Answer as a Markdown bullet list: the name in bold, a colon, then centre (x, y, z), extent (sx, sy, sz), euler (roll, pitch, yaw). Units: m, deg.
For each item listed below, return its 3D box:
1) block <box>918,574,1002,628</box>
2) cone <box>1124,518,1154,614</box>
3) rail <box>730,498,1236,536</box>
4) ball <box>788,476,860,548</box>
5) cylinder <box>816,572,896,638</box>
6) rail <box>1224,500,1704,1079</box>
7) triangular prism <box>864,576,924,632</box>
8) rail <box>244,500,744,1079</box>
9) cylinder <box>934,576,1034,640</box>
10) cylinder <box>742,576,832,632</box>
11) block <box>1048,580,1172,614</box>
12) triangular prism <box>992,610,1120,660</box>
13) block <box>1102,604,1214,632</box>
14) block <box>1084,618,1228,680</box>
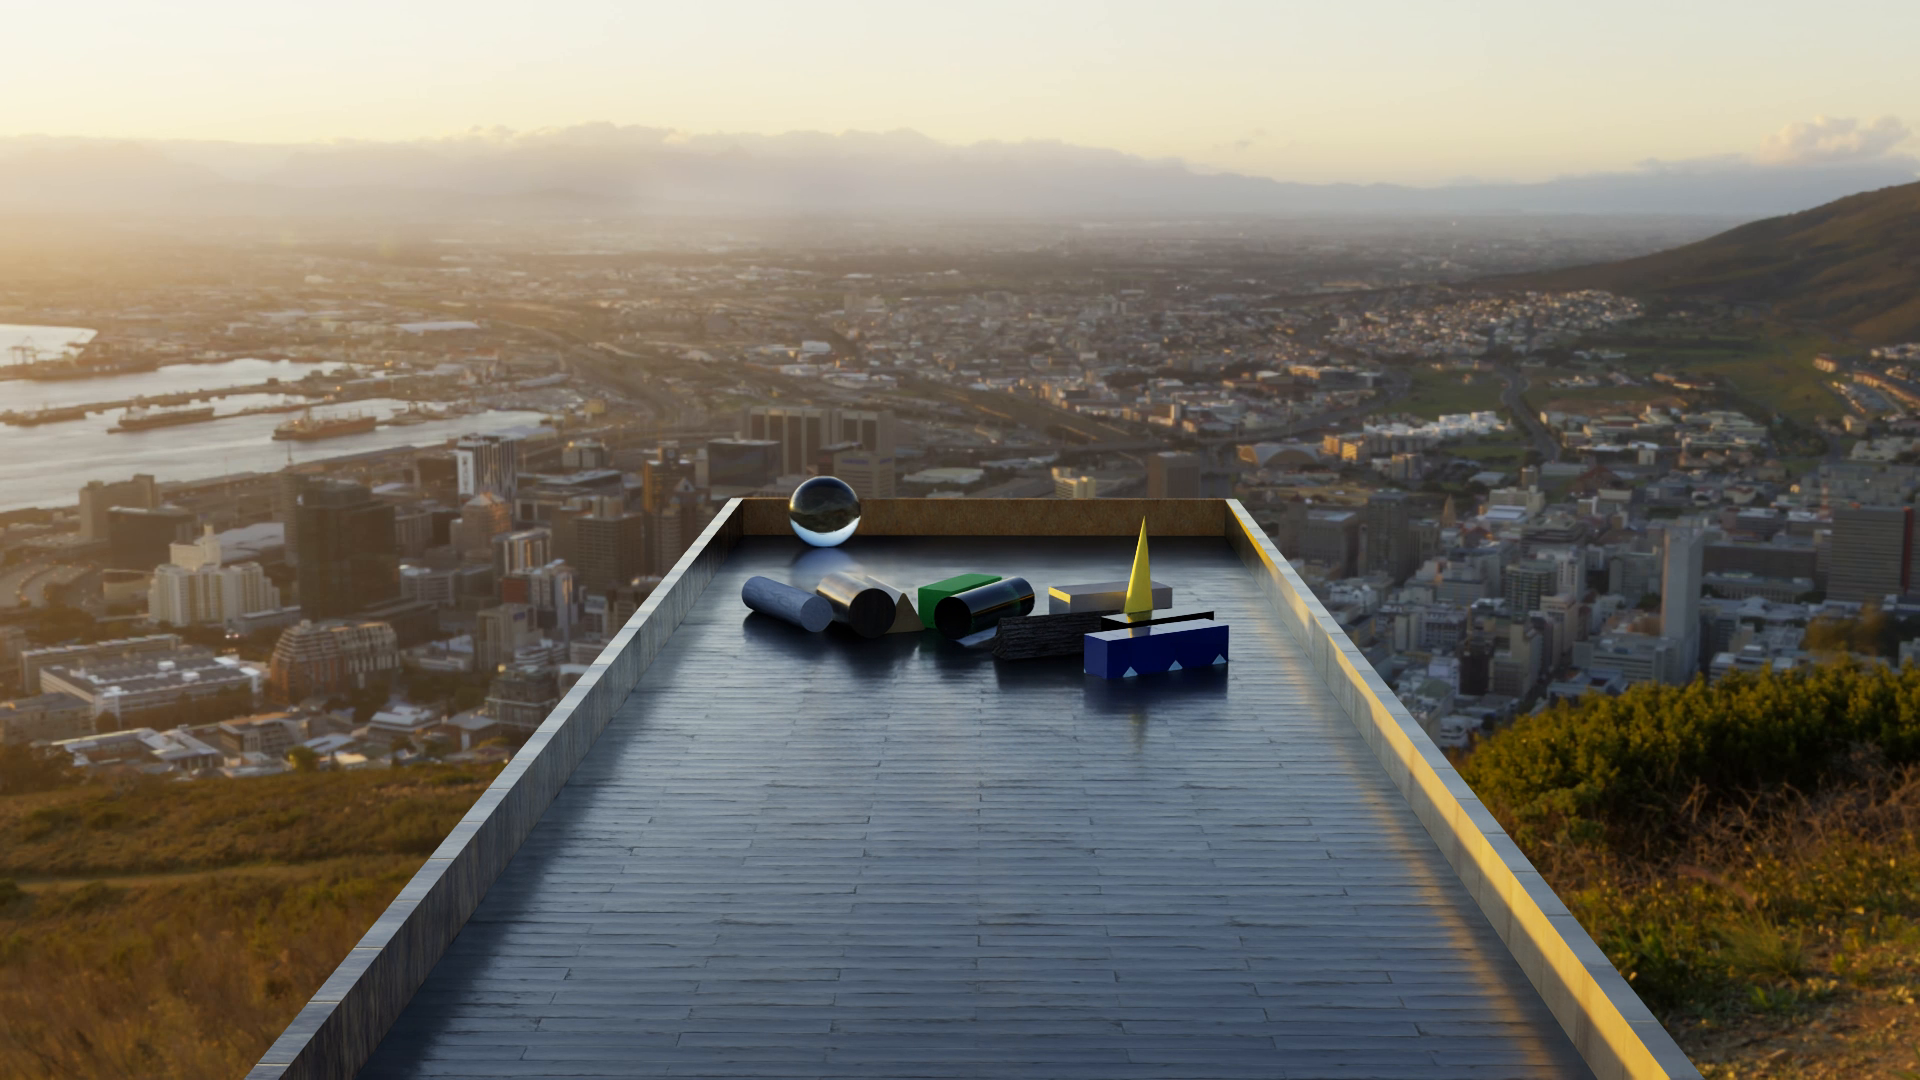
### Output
- **block**: centre (0.002, 0.203, 7.315), extent (0.129, 0.129, 0.331), euler (5, 10, 30)
- **cone**: centre (0.567, 0.123, 6.901), extent (0.125, 0.411, 0.125), euler (3, 10, 0)
- **rail**: centre (0.099, -0.098, 9.147), extent (2.100, 0.150, 0.050), euler (0, 9, 1)
- **ball**: centre (-0.542, -0.113, 8.804), extent (0.288, 0.288, 0.288), euler (0, 9, 0)
- **cylinder**: centre (-0.342, 0.209, 7.179), extent (0.160, 0.160, 0.337), euler (-4, 10, -22)
- **rail**: centre (1.046, 0.843, 3.208), extent (0.050, 0.150, 12.000), euler (0, 9, 1)
- **triangular prism**: centre (-0.248, 0.206, 7.283), extent (0.146, 0.126, 0.356), euler (-4, 10, -22)
- **rail**: centre (-1.004, 0.839, 3.234), extent (0.050, 0.150, 12.000), euler (0, 9, 1)
- **cylinder**: centre (0.083, 0.221, 7.166), extent (0.141, 0.141, 0.418), euler (5, 10, 30)
- **cylinder**: centre (-0.578, 0.210, 7.306), extent (0.118, 0.118, 0.442), euler (-5, 10, -30)
- **block**: centre (0.483, 0.229, 7.059), extent (0.362, 0.158, 0.158), euler (-4, 10, -22)
- **triangular prism**: centre (0.309, 0.286, 6.801), extent (0.400, 0.119, 0.138), euler (-3, 10, -21)
- **block**: centre (0.611, 0.289, 6.794), extent (0.348, 0.123, 0.123), euler (-6, 11, -34)
- **block**: centre (0.591, 0.325, 6.591), extent (0.453, 0.116, 0.116), euler (-6, 11, -32)
